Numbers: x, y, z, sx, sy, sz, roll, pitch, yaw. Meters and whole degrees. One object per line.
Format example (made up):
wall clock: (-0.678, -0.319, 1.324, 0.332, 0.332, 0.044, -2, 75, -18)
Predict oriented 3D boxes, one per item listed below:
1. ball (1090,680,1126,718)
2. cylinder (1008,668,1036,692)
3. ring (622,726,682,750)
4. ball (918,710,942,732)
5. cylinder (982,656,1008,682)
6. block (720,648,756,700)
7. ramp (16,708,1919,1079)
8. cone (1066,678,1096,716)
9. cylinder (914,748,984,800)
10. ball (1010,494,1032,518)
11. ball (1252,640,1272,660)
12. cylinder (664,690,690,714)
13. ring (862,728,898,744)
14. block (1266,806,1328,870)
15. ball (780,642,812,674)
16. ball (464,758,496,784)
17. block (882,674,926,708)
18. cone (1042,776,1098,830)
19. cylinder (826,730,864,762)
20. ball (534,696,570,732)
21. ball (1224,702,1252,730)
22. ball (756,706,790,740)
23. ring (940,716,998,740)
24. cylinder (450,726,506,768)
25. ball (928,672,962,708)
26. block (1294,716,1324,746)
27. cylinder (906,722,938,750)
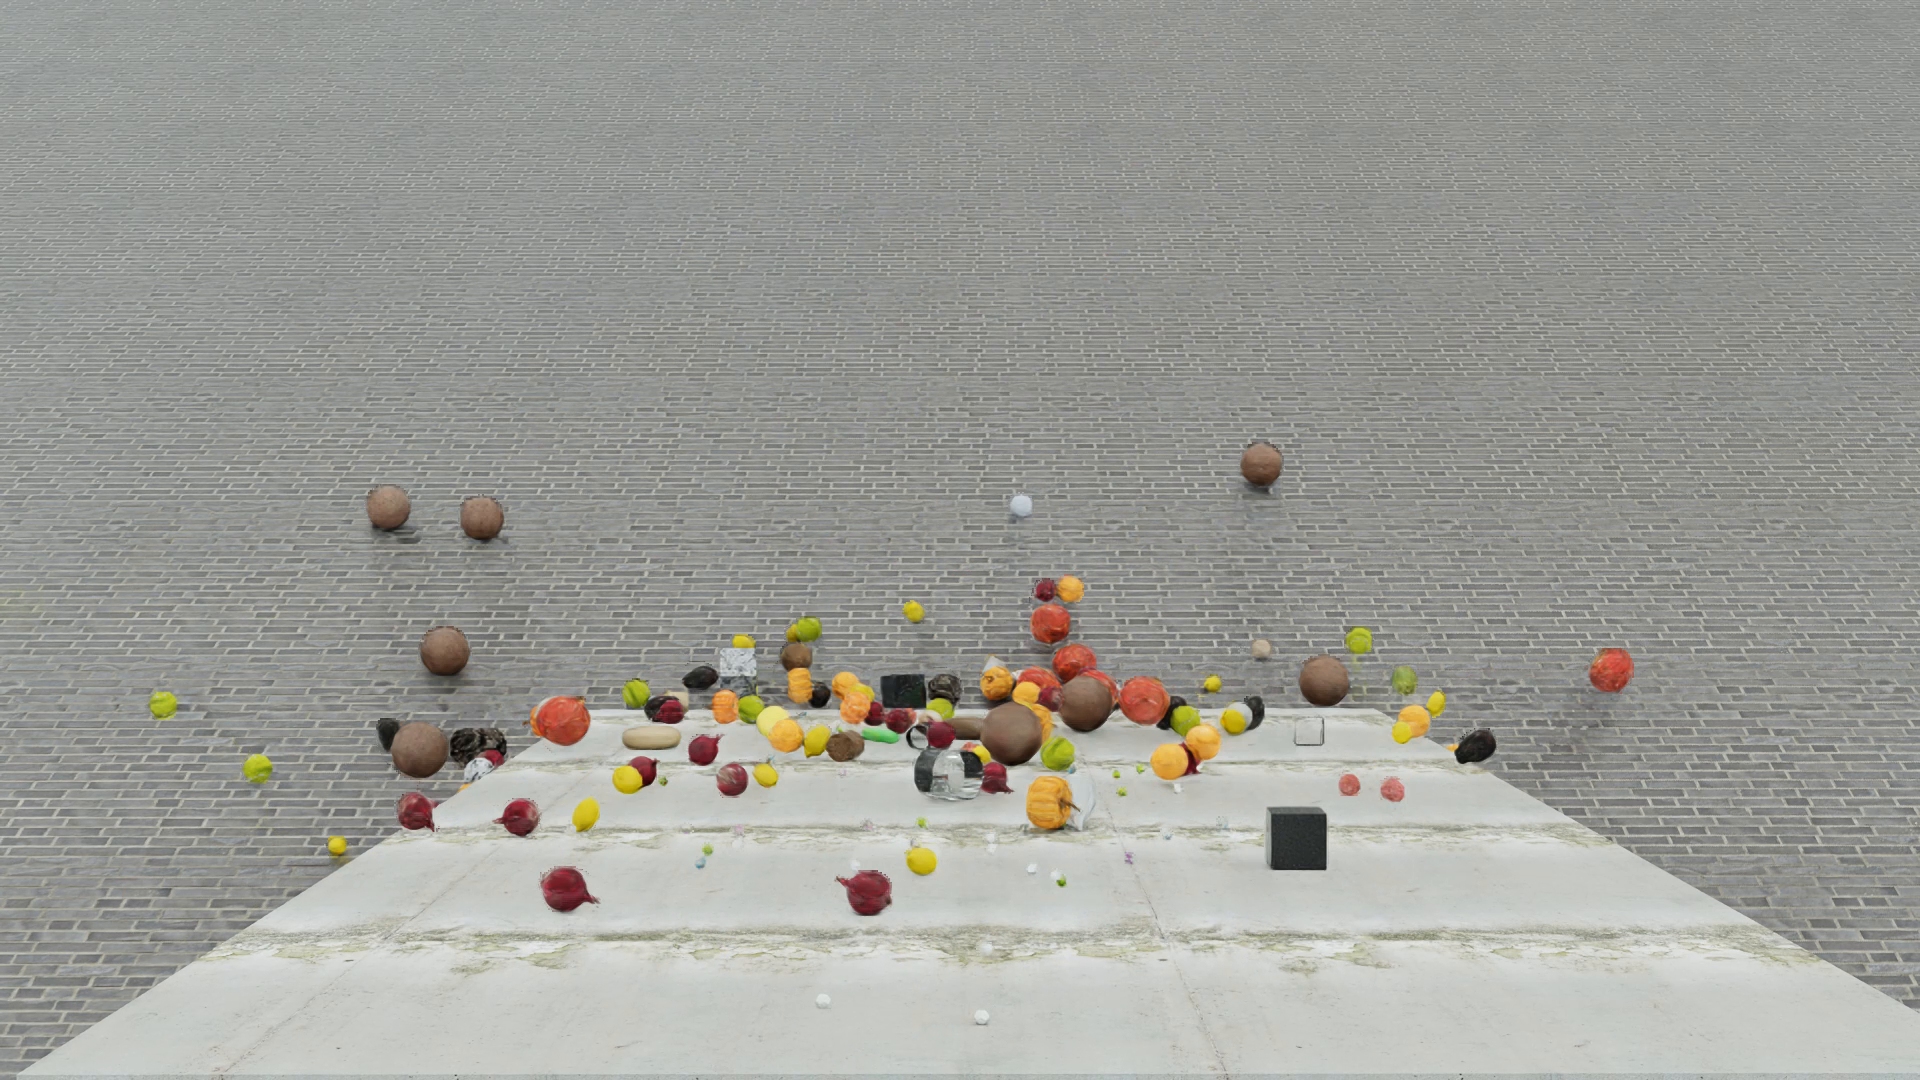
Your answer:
ball: (0.362, 0.390, 6.307, 0.092, 0.092, 0.092, 0, 26, 0)
cylinder: (0.163, 0.372, 6.829, 0.054, 0.054, 0.054, -10, 27, -20)
ring: (-0.675, 0.433, 5.642, 0.131, 0.044, 0.131, -1, 1, 0)
ball: (-0.068, 0.411, 5.828, 0.056, 0.056, 0.056, 0, 26, 0)
cylinder: (0.092, 0.343, 6.869, 0.050, 0.050, 0.050, 27, -9, 5)
block: (-0.586, 0.352, 6.792, 0.094, 0.094, 0.094, -1, 49, -5)
ramp: (0.059, 0.531, 4.568, 2.000, 0.100, 4.000, 0, 1, 0)
cone: (0.280, 0.390, 6.332, 0.094, 0.094, 0.094, 15, 9, 28)
cylinder: (-0.021, 0.431, 4.747, 0.091, 0.091, 0.091, 1, 20, 45)
ball: (0.185, -0.102, 7.798, 0.068, 0.068, 0.068, 0, 26, 0)
ball: (0.818, 0.296, 6.990, 0.054, 0.054, 0.054, 0, 26, 0)
cylinder: (-0.703, 0.402, 6.395, 0.052, 0.052, 0.052, 8, 23, -17)
ring: (-0.177, 0.436, 5.741, 0.082, 0.027, 0.082, 7, -3, 0)
block: (0.513, 0.454, 3.936, 0.084, 0.084, 0.084, 0, 1, 1)
ball: (-0.438, 0.318, 6.912, 0.084, 0.084, 0.084, 0, 26, 0)
ball: (-1.005, 0.488, 5.400, 0.065, 0.065, 0.065, 0, 26, 0)
block: (-0.147, 0.393, 6.698, 0.086, 0.086, 0.086, 0, -3, -26)
cone: (0.194, 0.464, 4.355, 0.097, 0.097, 0.097, -4, 28, -8)
cylinder: (-0.239, 0.430, 5.388, 0.060, 0.060, 0.060, 12, 6, 23)
ball: (-0.985, 0.422, 6.237, 0.086, 0.086, 0.086, 0, 26, 0)
ball: (0.645, 0.408, 5.973, 0.065, 0.065, 0.065, 0, 26, 0)
ball: (-0.421, 0.412, 5.823, 0.075, 0.075, 0.075, 0, 26, 0)
ring: (0.020, 0.426, 5.851, 0.134, 0.045, 0.134, 1, 0, 0)
cylinder: (-1.119, 0.482, 5.989, 0.092, 0.092, 0.092, 21, 2, 36)
ball: (-0.039, 0.389, 6.686, 0.089, 0.089, 0.089, 0, 26, 0)
block: (0.771, 0.421, 5.704, 0.061, 0.061, 0.061, 0, 1, 1)
cylinder: (-0.082, 0.427, 5.608, 0.055, 0.055, 0.055, 8, 3, 15)
